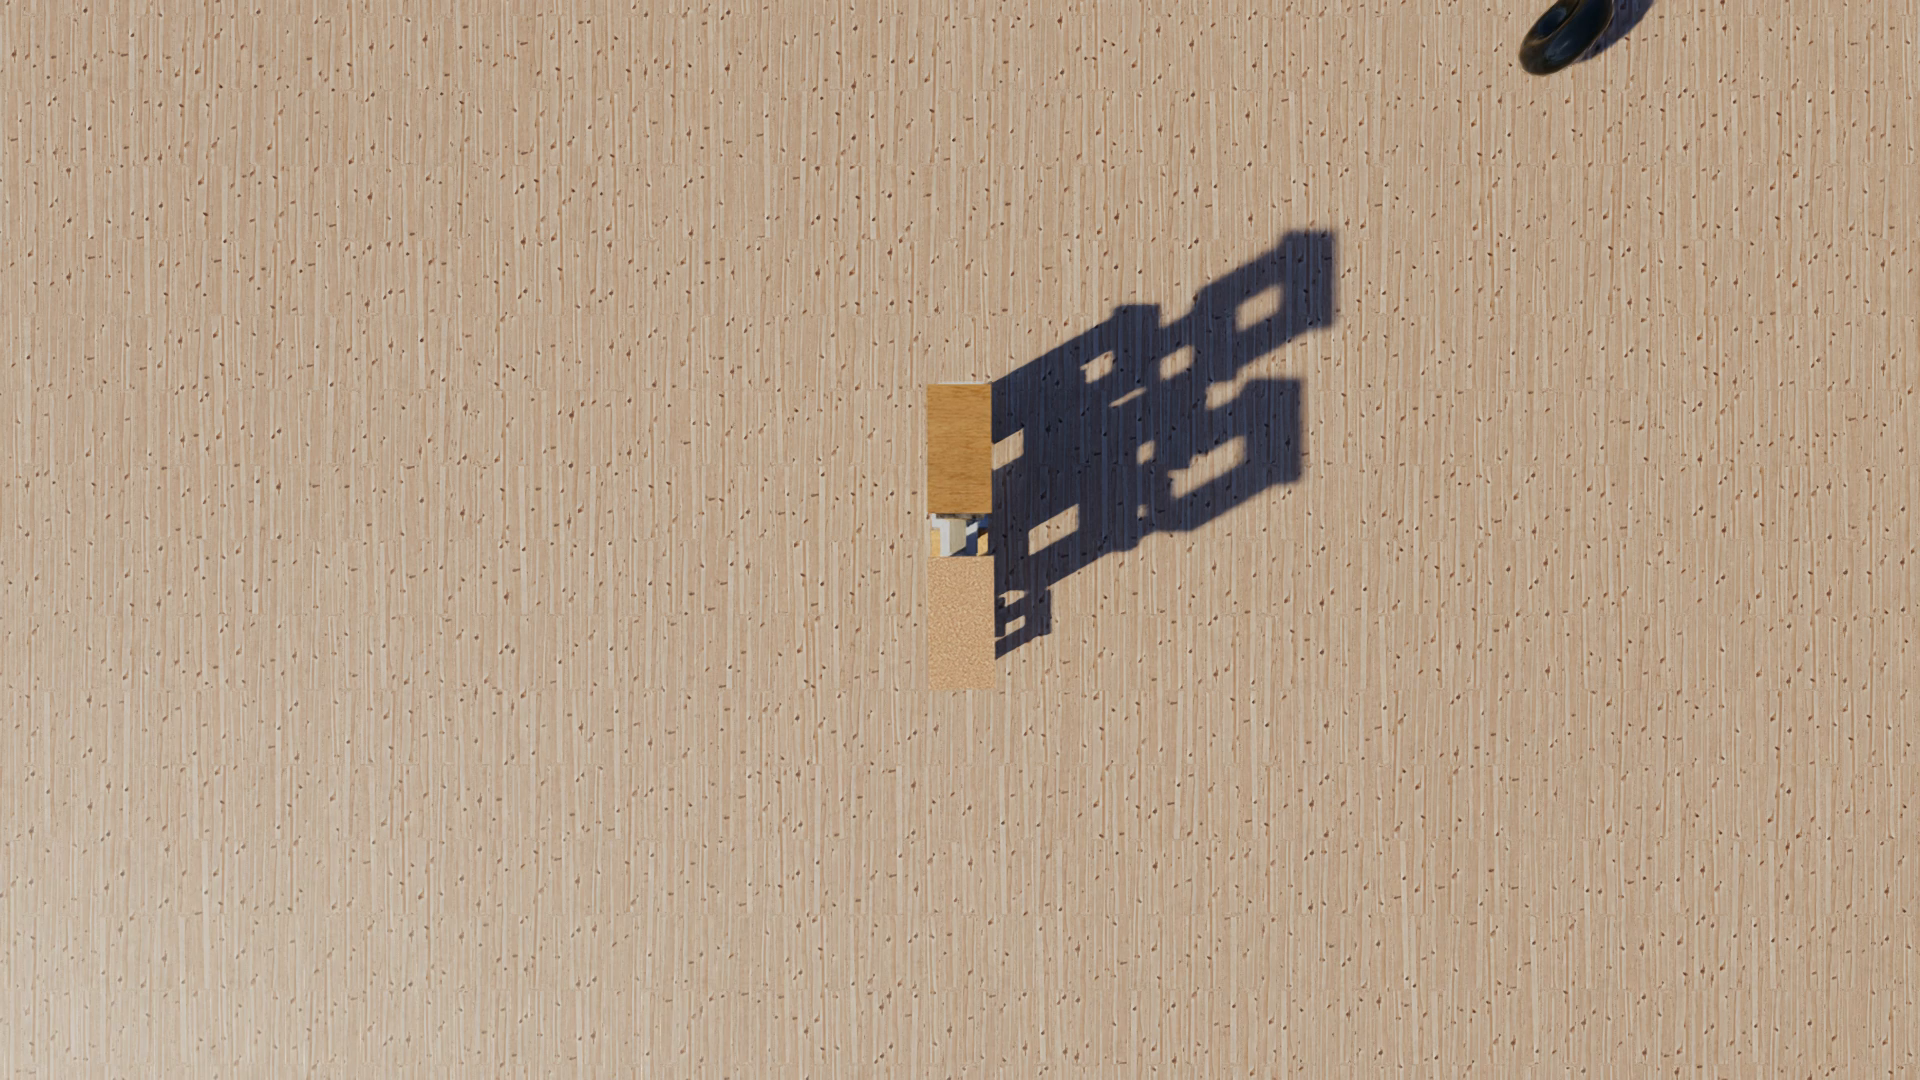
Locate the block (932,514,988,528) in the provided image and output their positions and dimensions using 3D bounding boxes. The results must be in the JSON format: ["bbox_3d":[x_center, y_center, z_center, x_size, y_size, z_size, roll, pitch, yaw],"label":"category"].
[{"bbox_3d":[0.000,-0.212,5.130,0.173,0.049,0.346,0,90,0],"label":"block"}]

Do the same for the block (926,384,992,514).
[{"bbox_3d":[-0.002,-0.229,4.147,0.161,0.046,0.322,0,90,0],"label":"block"}]

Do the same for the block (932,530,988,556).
[{"bbox_3d":[0.000,0.140,4.922,0.167,0.047,0.335,-1,90,0],"label":"block"}]

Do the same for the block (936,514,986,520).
[{"bbox_3d":[0.001,-0.191,4.512,0.134,0.038,0.267,0,90,0],"label":"block"}]

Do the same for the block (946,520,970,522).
[{"bbox_3d":[-0.005,-0.105,4.947,0.074,0.021,0.148,0,90,0],"label":"block"}]

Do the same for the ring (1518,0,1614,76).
[{"bbox_3d":[1.961,-1.649,5.335,0.114,0.343,0.343,39,90,-15],"label":"ring"}]

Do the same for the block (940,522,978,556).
[{"bbox_3d":[-0.002,0.053,4.672,0.106,0.030,0.212,0,90,0],"label":"block"}]

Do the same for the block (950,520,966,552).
[{"bbox_3d":[-0.006,-0.011,4.558,0.046,0.013,0.092,0,90,0],"label":"block"}]

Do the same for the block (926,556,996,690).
[{"bbox_3d":[0.003,0.215,4.286,0.172,0.049,0.345,-1,89,0],"label":"block"}]
